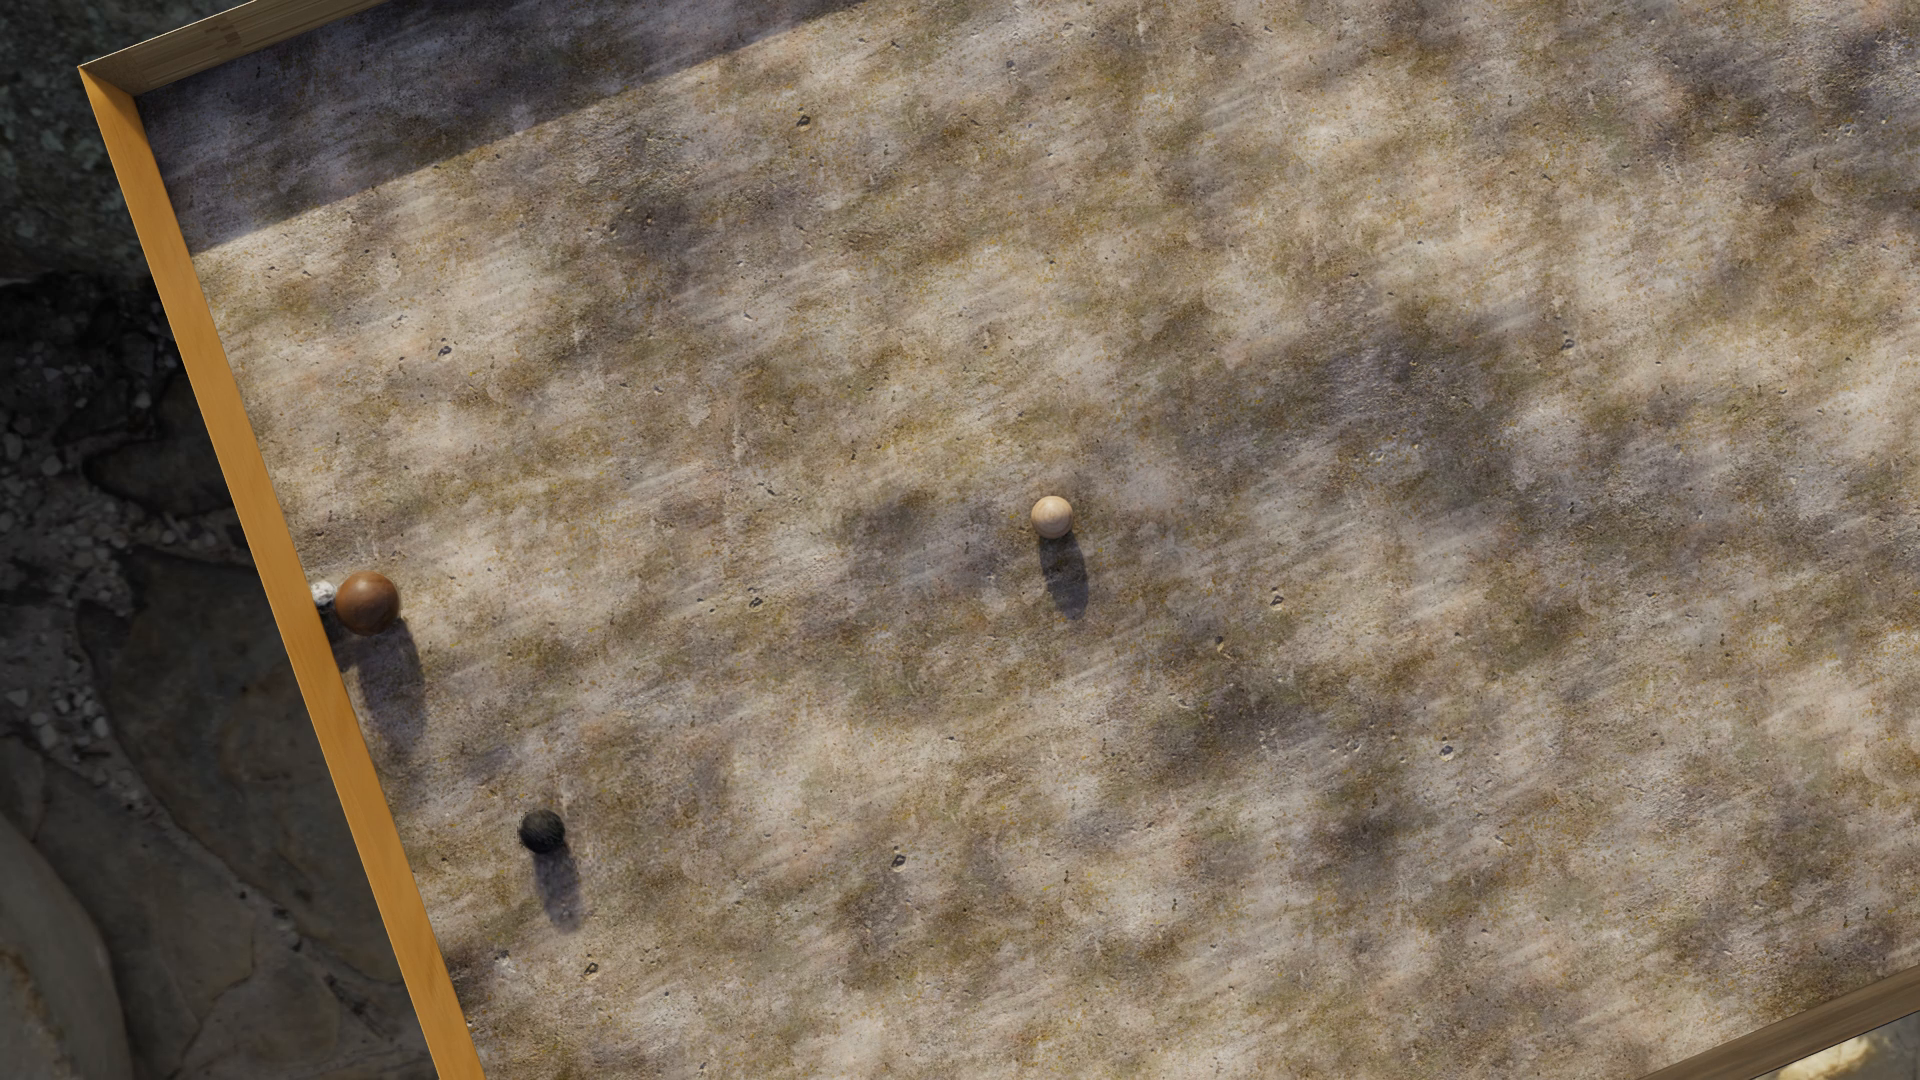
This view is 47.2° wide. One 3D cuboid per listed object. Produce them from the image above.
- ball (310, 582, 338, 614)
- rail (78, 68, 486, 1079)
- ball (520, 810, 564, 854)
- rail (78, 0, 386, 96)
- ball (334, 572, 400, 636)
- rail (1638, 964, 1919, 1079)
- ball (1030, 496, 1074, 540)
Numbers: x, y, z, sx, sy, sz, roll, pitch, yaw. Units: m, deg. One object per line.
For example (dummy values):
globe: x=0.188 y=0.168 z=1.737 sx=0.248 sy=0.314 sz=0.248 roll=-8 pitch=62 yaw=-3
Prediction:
ball: x=-0.943 y=0.085 z=3.258 sx=0.049 sy=0.049 sz=0.049 roll=0 pitch=83 yaw=0
rail: x=-0.872 y=0.337 z=3.189 sx=0.045 sy=0.123 sz=2.250 roll=-21 pitch=84 yaw=-3
ball: x=-0.610 y=0.426 z=3.209 sx=0.065 sy=0.065 sz=0.065 roll=0 pitch=83 yaw=0
rail: x=0.490 y=-1.371 z=3.394 sx=3.842 sy=0.123 sz=0.045 roll=-21 pitch=84 yaw=-3
ball: x=-0.871 y=0.094 z=3.233 sx=0.095 sy=0.095 sz=0.095 roll=0 pitch=83 yaw=0
rail: x=1.297 y=0.664 z=3.150 sx=3.842 sy=0.123 sz=0.045 roll=-21 pitch=84 yaw=-3
ball: x=0.137 y=-0.033 z=3.264 sx=0.065 sy=0.065 sz=0.065 roll=0 pitch=83 yaw=0
